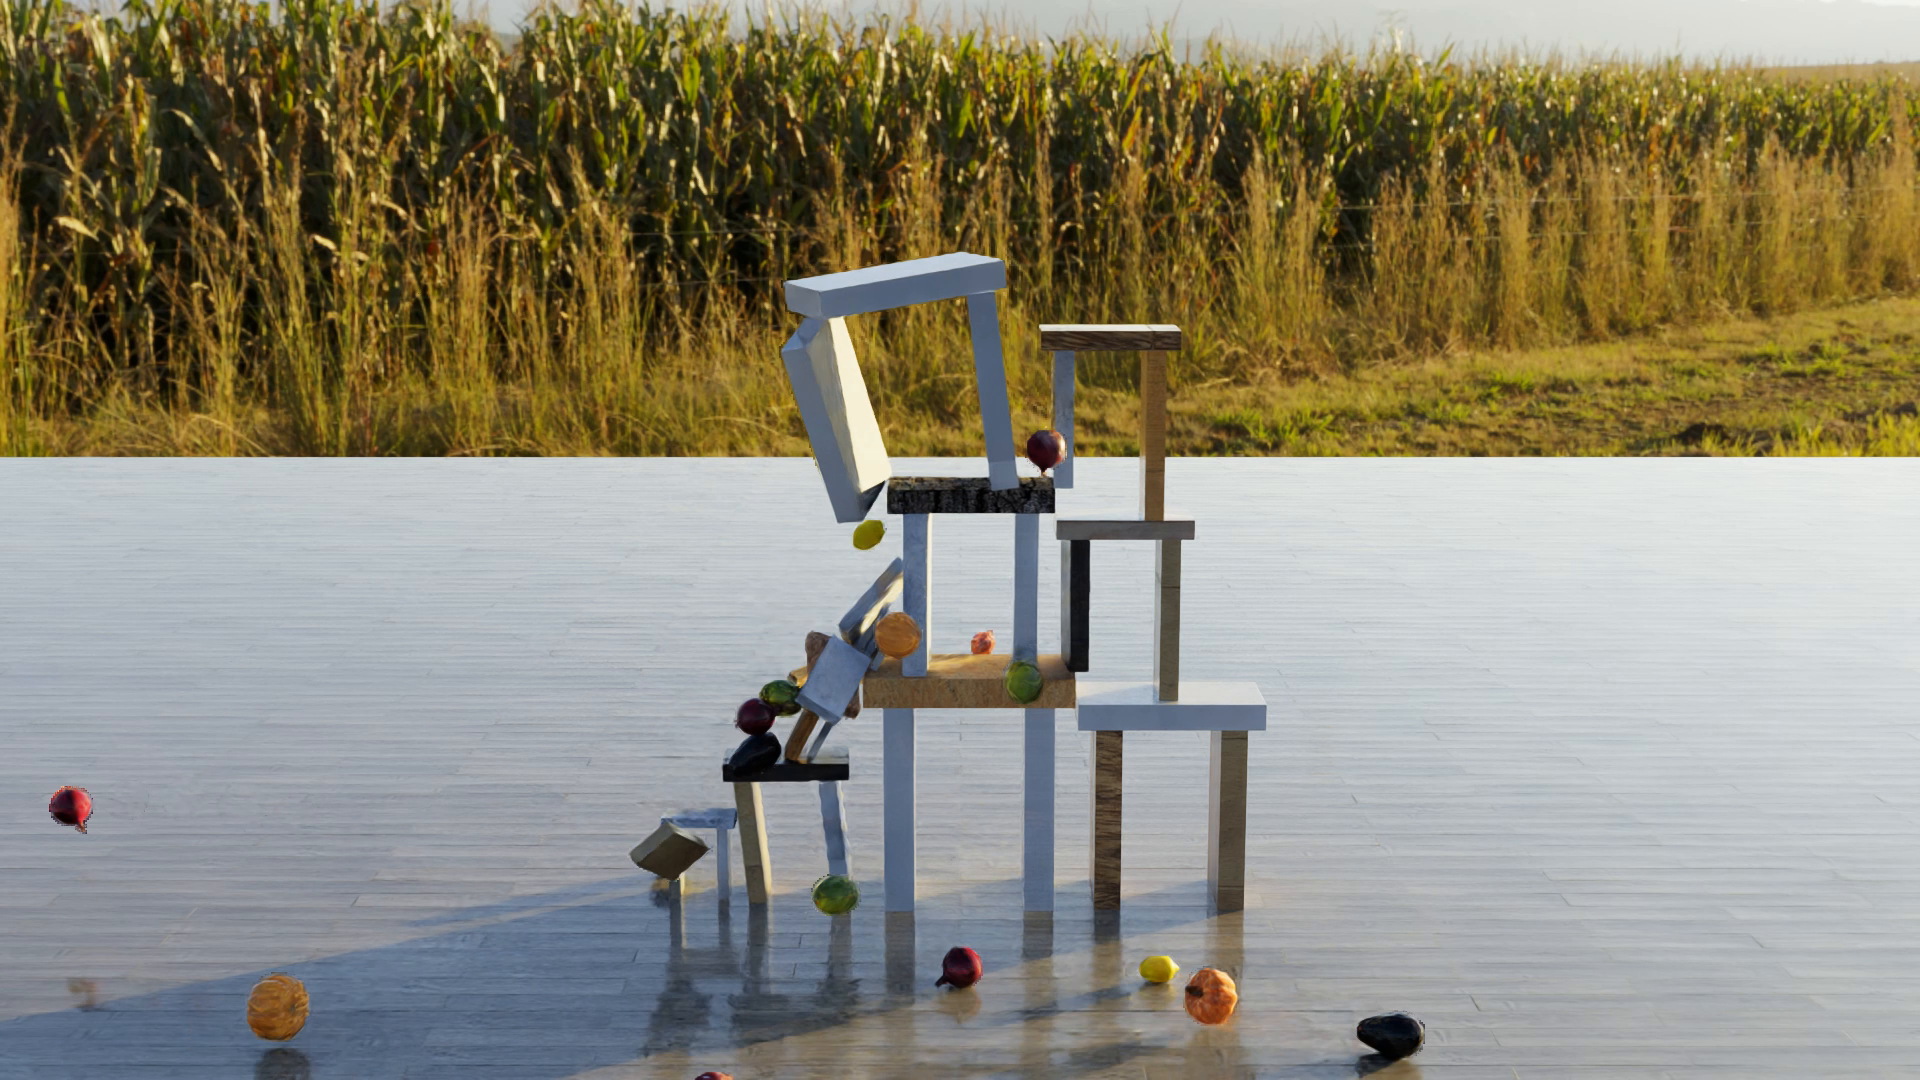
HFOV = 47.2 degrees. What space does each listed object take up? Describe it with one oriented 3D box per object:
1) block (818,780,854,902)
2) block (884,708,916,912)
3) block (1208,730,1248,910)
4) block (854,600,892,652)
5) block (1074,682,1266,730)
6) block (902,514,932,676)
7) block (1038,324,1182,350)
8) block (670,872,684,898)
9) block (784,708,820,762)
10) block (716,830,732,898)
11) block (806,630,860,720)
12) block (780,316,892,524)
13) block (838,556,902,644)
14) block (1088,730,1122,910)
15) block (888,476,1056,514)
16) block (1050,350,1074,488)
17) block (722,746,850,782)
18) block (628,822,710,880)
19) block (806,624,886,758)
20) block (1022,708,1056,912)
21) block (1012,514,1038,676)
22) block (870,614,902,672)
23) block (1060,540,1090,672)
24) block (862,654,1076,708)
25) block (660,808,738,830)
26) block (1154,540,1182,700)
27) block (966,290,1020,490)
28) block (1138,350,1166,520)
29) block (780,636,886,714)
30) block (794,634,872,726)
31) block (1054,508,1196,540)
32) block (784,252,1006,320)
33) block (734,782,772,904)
[{"bbox_3d":[-0.206,0.487,3.656,0.029,0.206,0.103,-6,11,0],"label":"block"},{"bbox_3d":[-0.099,0.422,3.639,0.048,0.341,0.171,0,11,0],"label":"block"},{"bbox_3d":[0.442,0.442,3.640,0.043,0.302,0.151,0,11,0],"label":"block"},{"bbox_3d":[-0.144,0.143,3.590,0.013,0.092,0.046,33,37,-5],"label":"block"},{"bbox_3d":[0.341,0.272,3.608,0.302,0.043,0.151,0,11,0],"label":"block"},{"bbox_3d":[-0.070,0.076,3.574,0.038,0.266,0.133,1,11,3],"label":"block"},{"bbox_3d":[0.237,-0.322,3.499,0.220,0.031,0.110,0,11,0],"label":"block"},{"bbox_3d":[-0.473,0.530,3.663,0.017,0.121,0.060,0,11,0],"label":"block"},{"bbox_3d":[-0.244,0.283,3.615,0.022,0.156,0.078,26,9,-7],"label":"block"},{"bbox_3d":[-0.392,0.530,3.663,0.017,0.121,0.060,0,11,0],"label":"block"},{"bbox_3d":[-0.206,0.217,3.552,0.078,0.022,0.156,17,37,-21],"label":"block"},{"bbox_3d":[-0.193,-0.200,3.489,0.044,0.311,0.155,-5,30,22],"label":"block"},{"bbox_3d":[-0.141,0.103,3.631,0.021,0.151,0.076,37,-16,17],"label":"block"},{"bbox_3d":[0.241,0.442,3.640,0.043,0.302,0.151,0,11,0],"label":"block"},{"bbox_3d":[0.018,-0.073,3.547,0.266,0.038,0.133,0,11,0],"label":"block"},{"bbox_3d":[0.164,-0.199,3.524,0.031,0.220,0.110,0,11,0],"label":"block"},{"bbox_3d":[-0.286,0.370,3.634,0.206,0.029,0.103,0,11,-2],"label":"block"},{"bbox_3d":[-0.453,0.486,3.430,0.022,0.078,0.156,50,-1,23],"label":"block"},{"bbox_3d":[-0.186,0.246,3.611,0.013,0.246,0.046,29,1,-6],"label":"block"},{"bbox_3d":[0.128,0.422,3.640,0.048,0.341,0.171,0,11,0],"label":"block"},{"bbox_3d":[0.105,0.076,3.575,0.038,0.266,0.133,0,11,0],"label":"block"},{"bbox_3d":[-0.118,0.167,3.577,0.013,0.092,0.046,30,11,-3],"label":"block"},{"bbox_3d":[0.188,0.095,3.596,0.031,0.221,0.110,-1,11,-6],"label":"block"},{"bbox_3d":[0.015,0.231,3.604,0.341,0.048,0.171,0,11,0],"label":"block"},{"bbox_3d":[-0.432,0.462,3.650,0.121,0.017,0.060,0,11,0],"label":"block"},{"bbox_3d":[0.337,0.120,3.585,0.031,0.265,0.110,0,11,0],"label":"block"},{"bbox_3d":[0.051,-0.246,3.515,0.044,0.311,0.155,-7,10,1],"label":"block"},{"bbox_3d":[0.309,-0.174,3.529,0.031,0.271,0.110,0,11,0],"label":"block"},{"bbox_3d":[-0.214,0.231,3.797,0.021,0.076,0.232,37,36,28],"label":"block"},{"bbox_3d":[-0.201,0.222,3.502,0.076,0.021,0.151,32,40,-4],"label":"block"},{"bbox_3d":[0.264,-0.026,3.558,0.221,0.031,0.110,0,11,0],"label":"block"},{"bbox_3d":[-0.102,-0.399,3.442,0.310,0.044,0.155,-13,16,-22],"label":"block"},{"bbox_3d":[-0.344,0.487,3.654,0.029,0.206,0.103,-6,10,1],"label":"block"}]
